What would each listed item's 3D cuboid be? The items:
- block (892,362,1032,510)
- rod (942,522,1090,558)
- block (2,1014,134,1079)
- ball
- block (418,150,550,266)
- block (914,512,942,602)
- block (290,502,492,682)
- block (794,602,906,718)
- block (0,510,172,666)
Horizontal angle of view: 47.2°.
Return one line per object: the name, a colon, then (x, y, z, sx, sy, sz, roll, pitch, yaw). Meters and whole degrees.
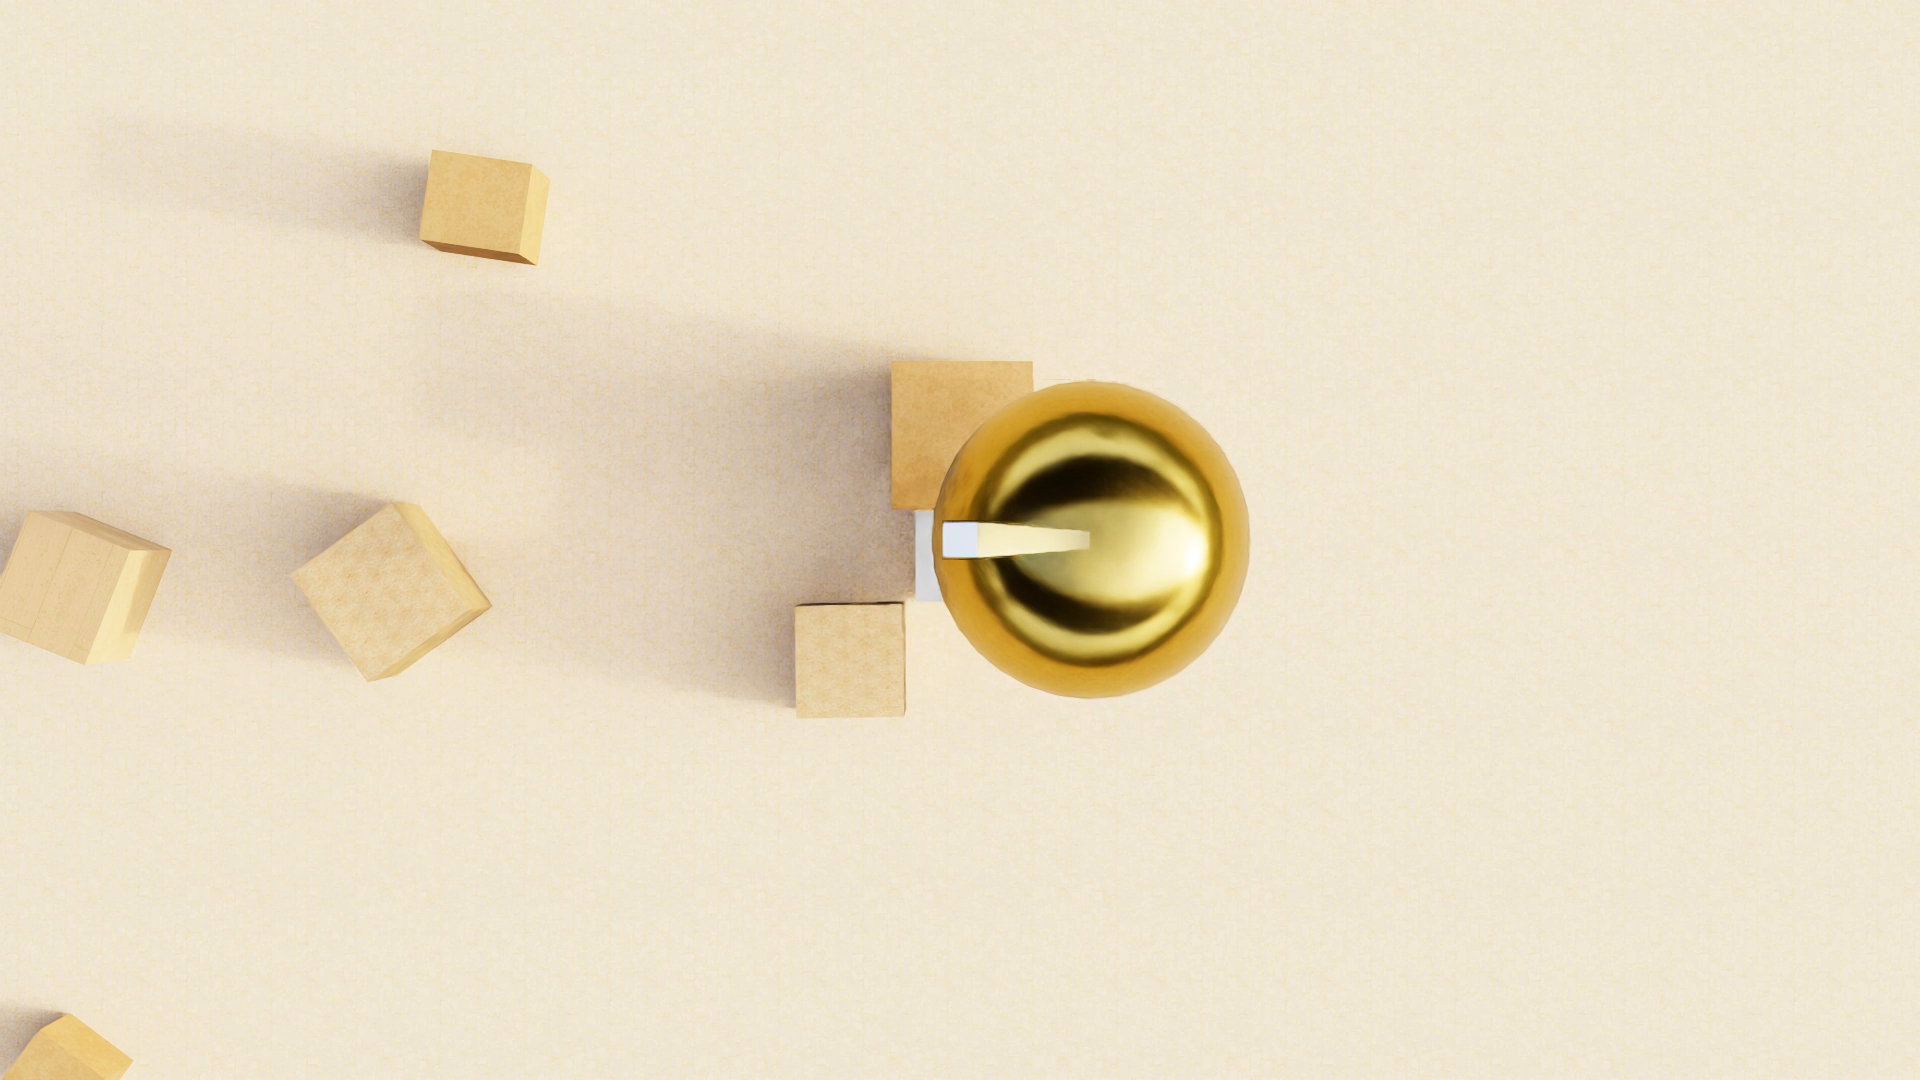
block: (0.011, -0.586, 12.641, 0.789, 0.718, 0.826, 0, 90, 0)
rod: (0.283, 0.000, 7.642, 0.080, 5.200, 0.080, 0, 90, 6)
block: (-5.198, 3.106, 12.780, 0.469, 0.439, 0.421, 37, 90, 0)
ball: (0.654, 0.000, 11.022, 1.600, 1.600, 1.600, 0, 90, 0)
block: (-2.744, -1.916, 12.726, 0.574, 0.548, 0.514, 8, 90, 0)
block: (-0.011, 0.095, 12.730, 0.491, 0.540, 0.517, 0, 90, 0)
block: (-3.260, 0.295, 12.671, 0.697, 0.657, 0.742, -36, 90, 0)
block: (-0.625, 0.687, 12.710, 0.608, 0.580, 0.635, -1, 90, 0)
block: (-5.068, 0.268, 12.669, 0.614, 0.662, 0.694, 22, 90, 0)
